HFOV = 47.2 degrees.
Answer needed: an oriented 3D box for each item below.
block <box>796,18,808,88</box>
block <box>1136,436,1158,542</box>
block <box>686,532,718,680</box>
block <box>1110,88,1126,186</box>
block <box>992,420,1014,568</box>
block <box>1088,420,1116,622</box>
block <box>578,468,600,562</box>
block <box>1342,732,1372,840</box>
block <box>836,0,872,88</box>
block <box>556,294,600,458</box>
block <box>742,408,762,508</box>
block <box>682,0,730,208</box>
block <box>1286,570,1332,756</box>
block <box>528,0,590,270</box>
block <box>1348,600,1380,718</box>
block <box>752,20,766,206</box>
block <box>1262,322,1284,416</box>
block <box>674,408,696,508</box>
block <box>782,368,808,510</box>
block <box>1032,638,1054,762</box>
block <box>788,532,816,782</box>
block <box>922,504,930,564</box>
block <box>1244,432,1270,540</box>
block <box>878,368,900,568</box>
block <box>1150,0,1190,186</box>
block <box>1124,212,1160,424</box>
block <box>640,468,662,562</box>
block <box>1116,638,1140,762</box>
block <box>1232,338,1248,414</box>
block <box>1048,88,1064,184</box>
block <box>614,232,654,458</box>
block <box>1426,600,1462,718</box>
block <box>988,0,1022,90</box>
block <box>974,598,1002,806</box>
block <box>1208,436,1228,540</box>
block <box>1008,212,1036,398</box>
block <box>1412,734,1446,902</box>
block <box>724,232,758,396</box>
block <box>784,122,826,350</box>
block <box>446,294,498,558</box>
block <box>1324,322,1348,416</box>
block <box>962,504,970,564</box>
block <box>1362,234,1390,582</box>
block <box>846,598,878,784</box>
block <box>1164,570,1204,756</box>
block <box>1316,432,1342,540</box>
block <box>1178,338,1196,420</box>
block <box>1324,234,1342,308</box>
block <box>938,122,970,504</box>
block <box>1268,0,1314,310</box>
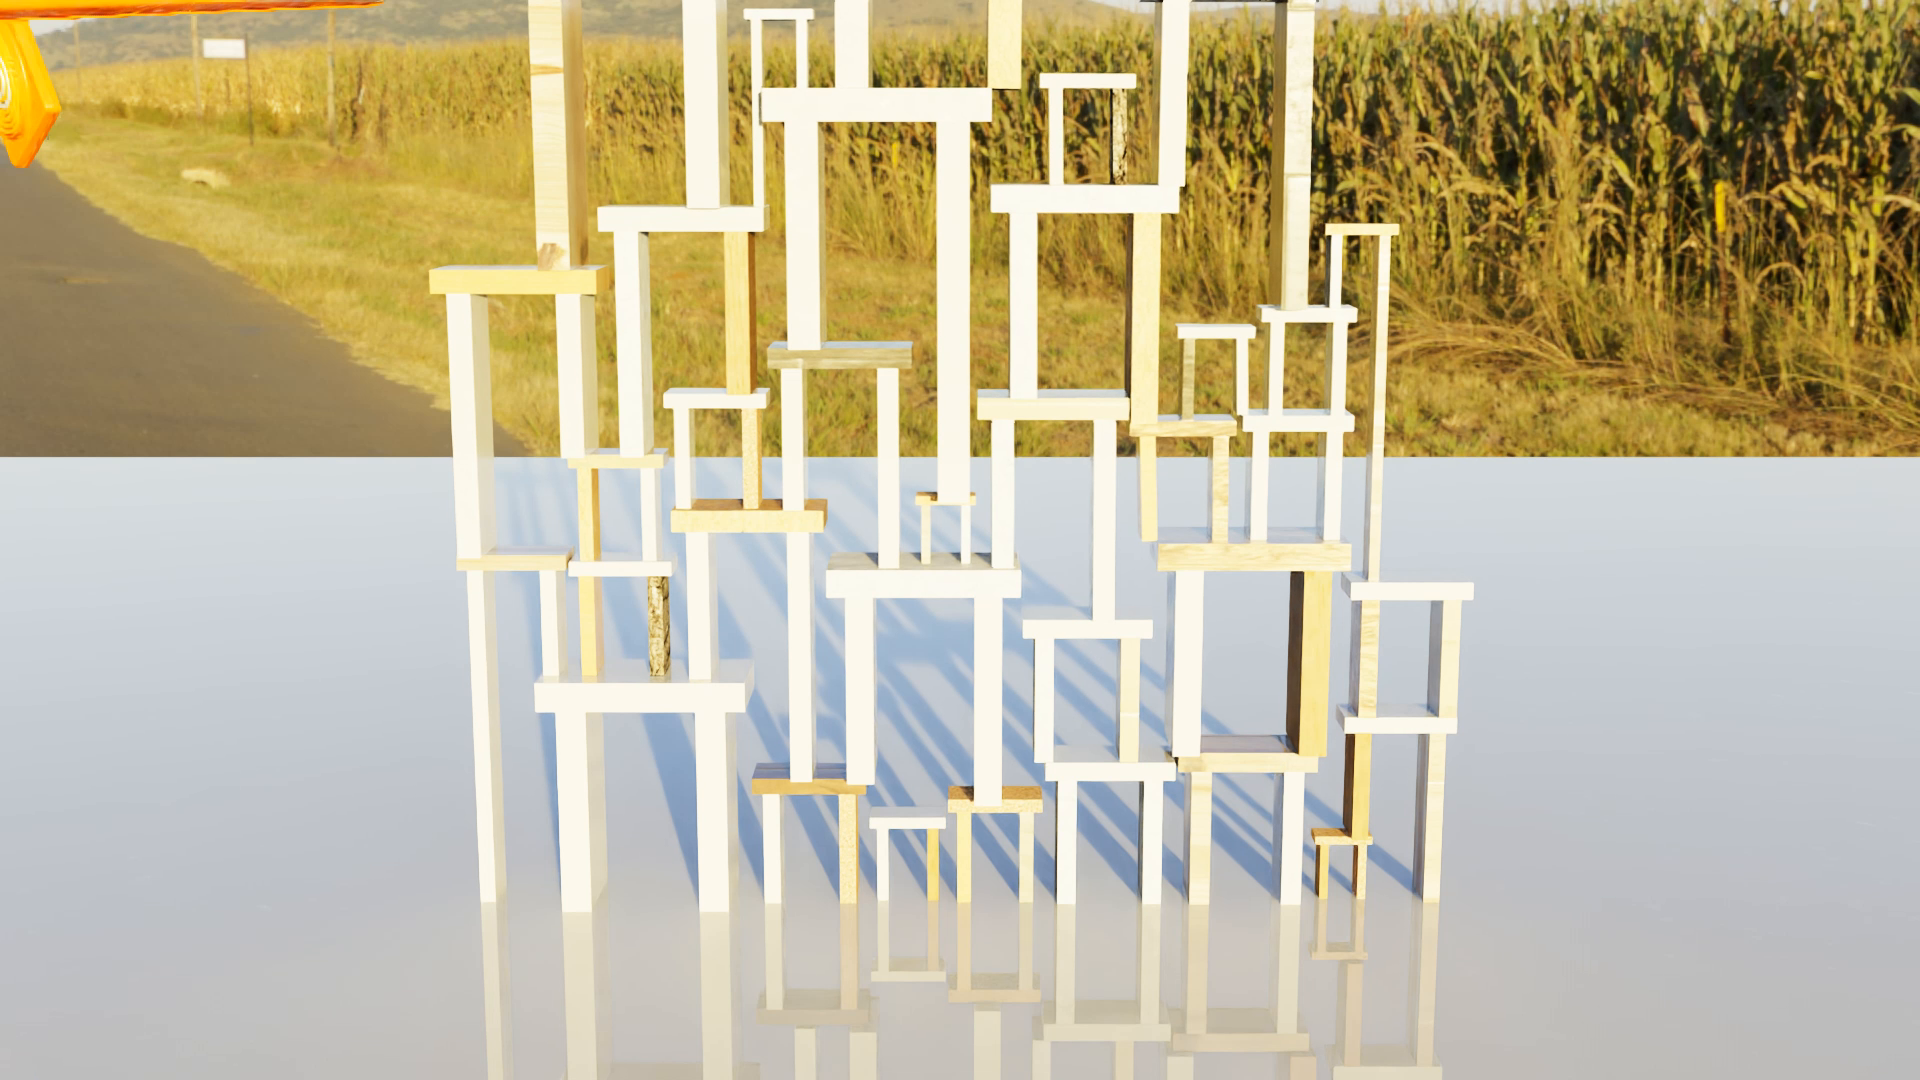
[{"bbox_3d":[-0.244,-0.755,3.420,0.015,0.105,0.053,1,11,0],"label":"block"},{"bbox_3d":[0.300,-0.089,3.539,0.024,0.168,0.084,-2,11,0],"label":"block"},{"bbox_3d":[-0.418,0.095,3.574,0.034,0.241,0.121,0,10,0],"label":"block"},{"bbox_3d":[0.247,-0.631,3.440,0.021,0.148,0.074,-1,11,0],"label":"block"},{"bbox_3d":[0.069,-0.083,3.540,0.034,0.239,0.120,0,11,1],"label":"block"},{"bbox_3d":[0.229,-0.040,3.549,0.034,0.327,0.120,0,11,0],"label":"block"},{"bbox_3d":[-0.599,-0.047,3.555,0.021,0.151,0.076,0,11,0],"label":"block"},{"bbox_3d":[0.656,0.395,3.636,0.026,0.182,0.091,0,10,0],"label":"block"},{"bbox_3d":[-0.164,-0.875,3.400,0.049,0.348,0.174,0,11,0],"label":"block"},{"bbox_3d":[-0.609,-0.268,3.505,0.037,0.258,0.129,0,11,1],"label":"block"},{"bbox_3d":[-0.333,-0.137,3.533,0.023,0.161,0.081,0,11,0],"label":"block"},{"bbox_3d":[-0.395,-0.697,3.433,0.049,0.348,0.174,0,11,0],"label":"block"},{"bbox_3d":[0.570,0.185,3.597,0.043,0.306,0.153,0,11,0],"label":"block"},{"bbox_3d":[-0.626,-0.650,3.439,0.049,0.444,0.174,0,11,1],"label":"block"},{"bbox_3d":[0.660,0.184,3.598,0.028,0.196,0.098,0,11,0],"label":"block"},{"bbox_3d":[-0.315,-0.666,3.438,0.015,0.286,0.053,0,11,-1],"label":"block"},{"bbox_3d":[0.500,-0.276,3.504,0.021,0.148,0.074,0,11,0],"label":"block"},{"bbox_3d":[-0.441,-0.137,3.534,0.023,0.161,0.081,0,11,0],"label":"block"},{"bbox_3d":[-0.264,-0.168,3.524,0.032,0.226,0.113,0,11,0],"label":"block"},{"bbox_3d":[0.136,0.250,3.611,0.029,0.208,0.104,0,11,0],"label":"block"},{"bbox_3d":[-0.257,0.179,3.589,0.034,0.412,0.121,0,11,0],"label":"block"},{"bbox_3d":[-0.055,-0.014,3.561,0.014,0.096,0.048,0,11,0],"label":"block"},{"bbox_3d":[0.478,-0.094,3.546,0.025,0.176,0.088,0,11,0],"label":"block"},{"bbox_3d":[-0.113,-0.122,3.533,0.032,0.319,0.113,0,11,0],"label":"block"},{"bbox_3d":[0.326,-0.696,3.426,0.040,0.282,0.141,0,11,0],"label":"block"},{"bbox_3d":[0.289,-0.357,3.491,0.041,0.328,0.144,0,11,0],"label":"block"},{"bbox_3d":[-0.499,-0.047,3.556,0.021,0.151,0.076,0,11,0],"label":"block"},{"bbox_3d":[0.275,0.250,3.611,0.029,0.208,0.104,0,11,0],"label":"block"},{"bbox_3d":[0.448,-0.265,3.515,0.017,0.122,0.061,-1,11,1],"label":"block"},{"bbox_3d":[0.149,-0.631,3.439,0.021,0.148,0.074,-1,11,0],"label":"block"},{"bbox_3d":[-0.519,-0.316,3.505,0.036,0.354,0.128,0,11,0],"label":"block"},{"bbox_3d":[0.791,0.184,3.597,0.028,0.196,0.098,0,11,0],"label":"block"},{"bbox_3d":[0.069,-0.875,3.400,0.049,0.348,0.174,0,11,0],"label":"block"},{"bbox_3d":[0.045,0.247,3.605,0.044,0.346,0.154,0,11,0],"label":"block"},{"bbox_3d":[0.415,-0.089,3.539,0.024,0.168,0.084,-1,11,0],"label":"block"},{"bbox_3d":[0.099,-0.376,3.487,0.041,0.289,0.144,0,11,0],"label":"block"},{"bbox_3d":[0.777,0.448,3.645,0.026,0.289,0.091,0,11,0],"label":"block"},{"bbox_3d":[-0.348,-0.365,3.497,0.036,0.256,0.128,0,11,0],"label":"block"},{"bbox_3d":[-0.242,-0.483,3.472,0.049,0.349,0.175,0,11,0],"label":"block"},{"bbox_3d":[-0.781,-0.189,3.522,0.037,0.420,0.129,0,11,0],"label":"block"},{"bbox_3d":[0.598,-0.276,3.504,0.021,0.148,0.074,0,11,0],"label":"block"},{"bbox_3d":[0.009,-0.014,3.561,0.014,0.096,0.048,0,10,0],"label":"block"},{"bbox_3d":[0.666,-0.211,3.517,0.016,0.553,0.057,0,11,0],"label":"block"},{"bbox_3d":[-0.161,0.229,3.601,0.044,0.309,0.154,0,11,0],"label":"block"},{"bbox_3d":[0.366,0.185,3.598,0.043,0.306,0.153,0,11,0],"label":"block"},{"bbox_3d":[0.595,-0.094,3.545,0.025,0.176,0.088,0,11,0],"label":"block"},{"bbox_3d":[0.362,-0.261,3.515,0.017,0.130,0.061,0,11,-1],"label":"block"},{"bbox_3d":[0.590,-0.426,3.474,0.016,0.114,0.057,0,11,0],"label":"block"},{"bbox_3d":[-0.010,-0.364,3.493,0.049,0.591,0.175,0,11,0],"label":"block"},{"bbox_3d":[0.518,-0.603,3.443,0.040,0.473,0.141,0,11,0],"label":"block"}]
